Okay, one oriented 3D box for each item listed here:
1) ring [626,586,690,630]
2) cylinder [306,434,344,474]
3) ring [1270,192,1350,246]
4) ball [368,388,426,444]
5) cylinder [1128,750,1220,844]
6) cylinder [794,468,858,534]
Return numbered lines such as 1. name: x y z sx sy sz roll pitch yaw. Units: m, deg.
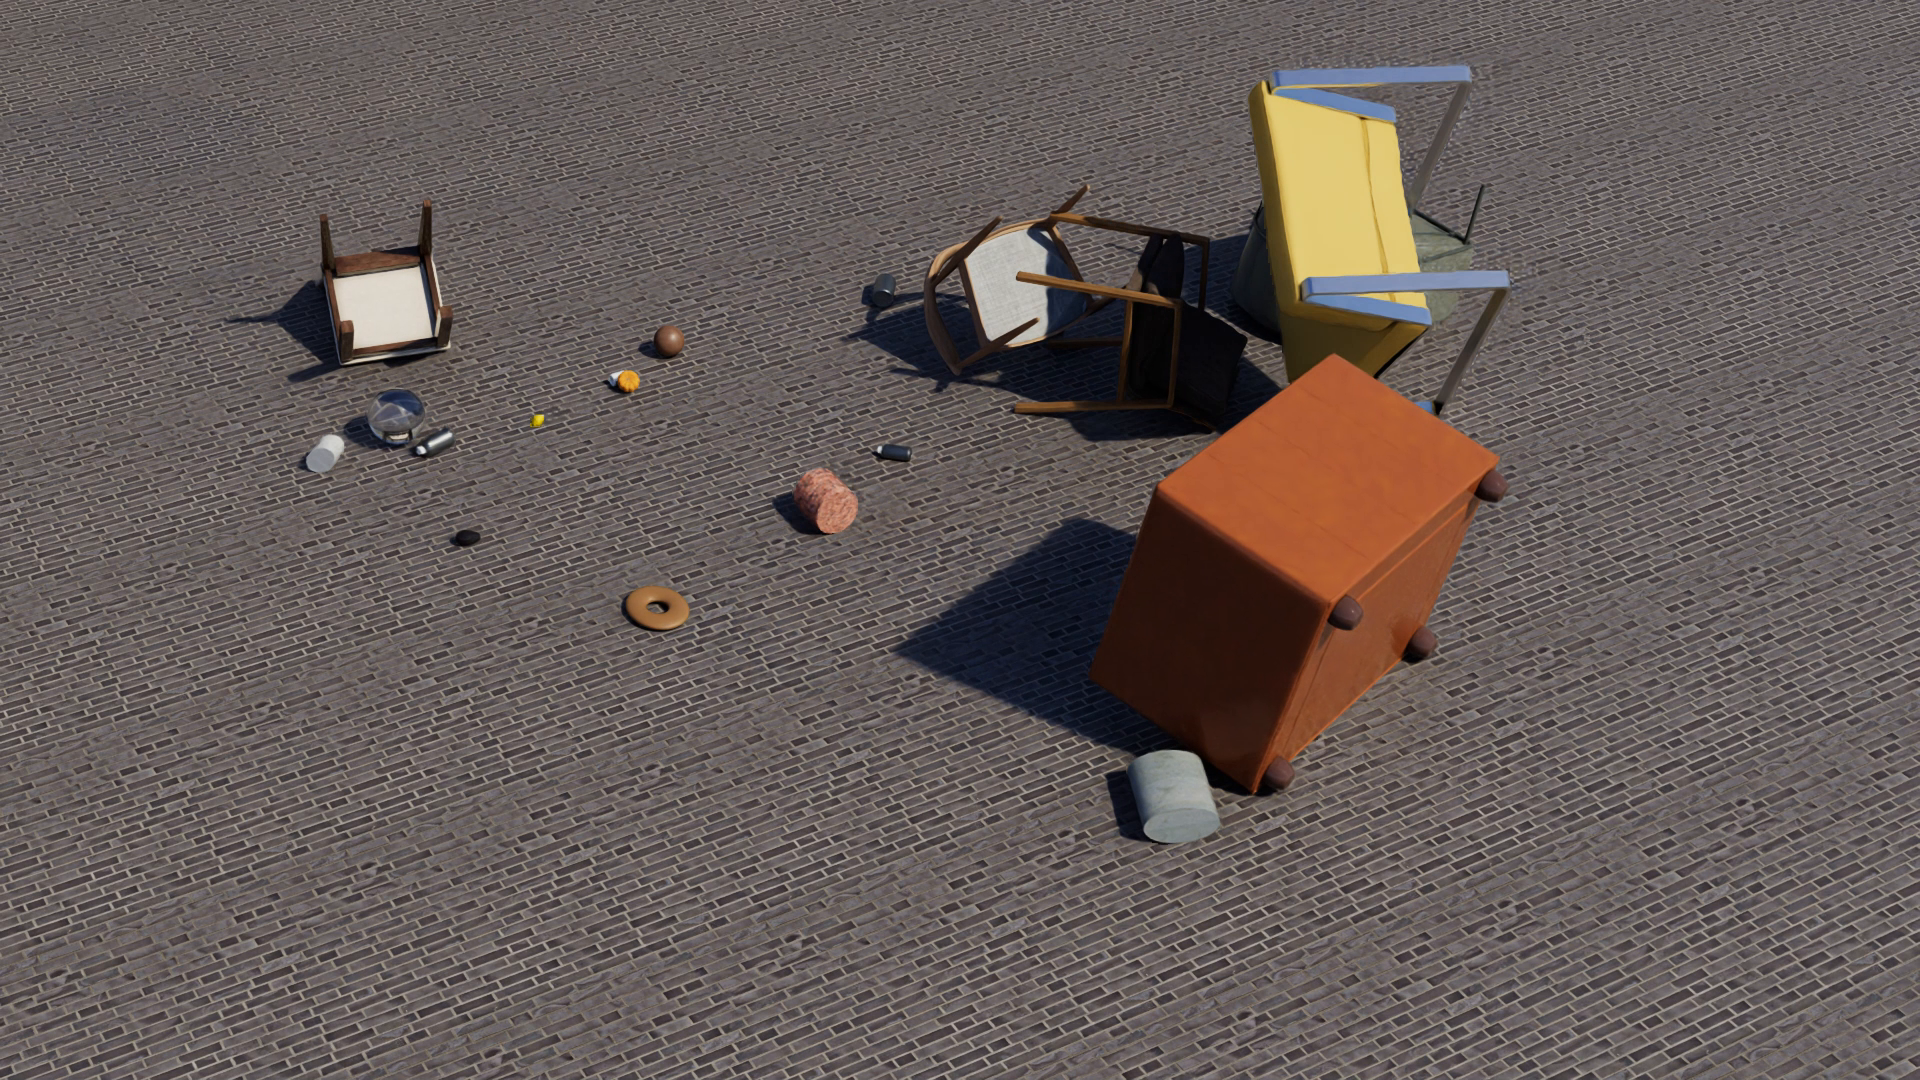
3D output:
1. ring: -1.088 0.243 10.540 0.217 0.039 0.281 -18 38 -26
2. cylinder: -2.455 -0.333 11.342 0.137 0.100 0.099 -34 20 30
3. ring: 1.549 -1.420 12.959 0.387 0.156 0.311 -26 40 -32
4. ball: -2.206 -0.486 11.478 0.224 0.224 0.224 0 33 0
5. cylinder: 0.695 0.834 9.549 0.251 0.143 0.307 -4 34 -5
6. cylinder: -0.502 -0.147 11.007 0.181 0.172 0.185 -50 43 4
